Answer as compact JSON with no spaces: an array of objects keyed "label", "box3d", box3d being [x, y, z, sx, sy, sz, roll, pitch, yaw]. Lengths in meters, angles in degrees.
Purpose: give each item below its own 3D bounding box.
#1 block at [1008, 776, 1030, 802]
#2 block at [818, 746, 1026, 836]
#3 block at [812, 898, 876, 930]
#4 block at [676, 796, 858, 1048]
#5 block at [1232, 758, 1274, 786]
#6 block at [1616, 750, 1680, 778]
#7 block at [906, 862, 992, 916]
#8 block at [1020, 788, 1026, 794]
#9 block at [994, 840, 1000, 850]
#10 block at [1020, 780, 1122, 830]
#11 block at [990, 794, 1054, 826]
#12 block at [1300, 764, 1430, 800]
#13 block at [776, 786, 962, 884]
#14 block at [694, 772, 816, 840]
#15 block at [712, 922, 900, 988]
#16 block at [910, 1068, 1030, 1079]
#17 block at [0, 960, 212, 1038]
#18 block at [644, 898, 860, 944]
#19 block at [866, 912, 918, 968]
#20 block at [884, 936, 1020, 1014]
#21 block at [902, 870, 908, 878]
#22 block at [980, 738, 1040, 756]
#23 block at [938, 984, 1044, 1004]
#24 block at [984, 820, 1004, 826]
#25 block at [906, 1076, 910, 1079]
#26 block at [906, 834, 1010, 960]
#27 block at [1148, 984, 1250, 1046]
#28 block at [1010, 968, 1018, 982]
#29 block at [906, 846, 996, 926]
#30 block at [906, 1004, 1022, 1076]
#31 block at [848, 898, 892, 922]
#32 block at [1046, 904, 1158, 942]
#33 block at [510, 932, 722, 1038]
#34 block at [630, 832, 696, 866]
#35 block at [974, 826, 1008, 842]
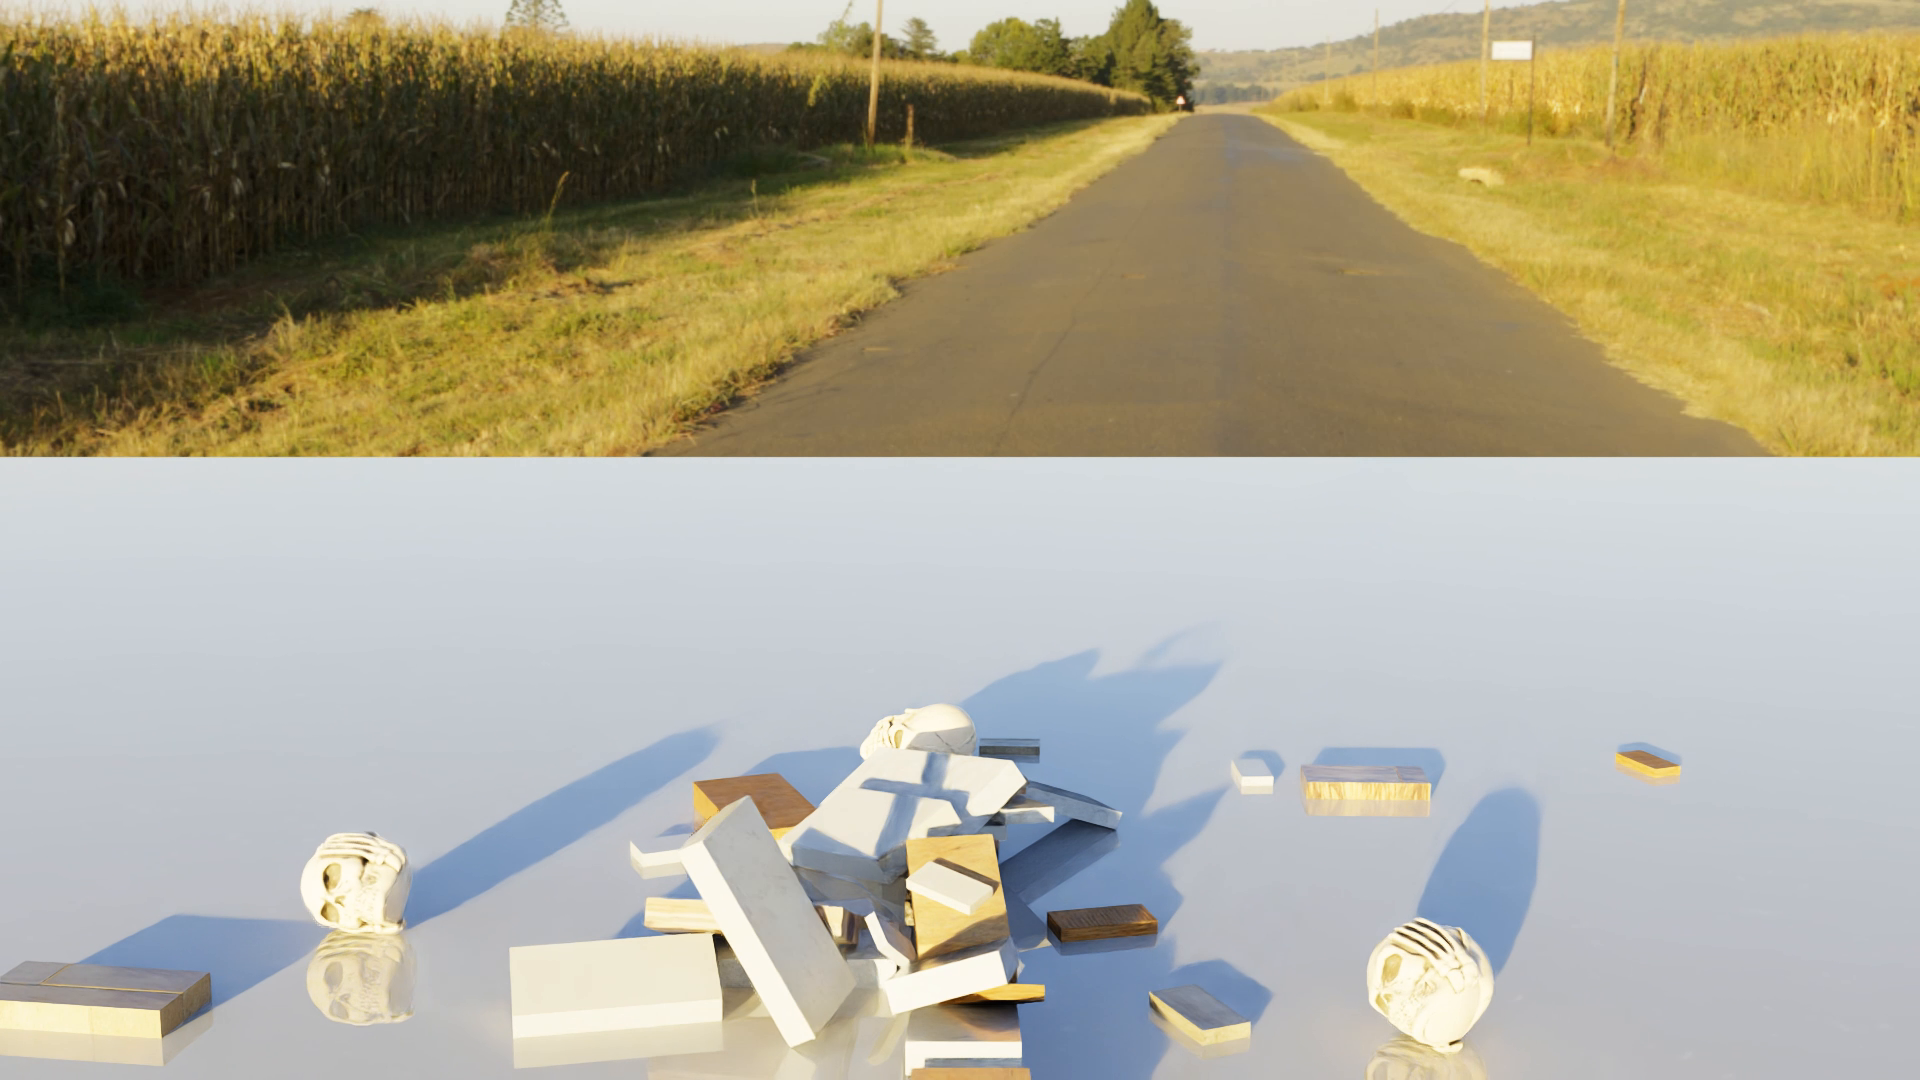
[{"label":"block","box3d":[0.065,0.427,3.823,0.055,0.016,0.110,-39,25,-30]},{"label":"block","box3d":[-0.073,0.448,3.877,0.166,0.047,0.440,-43,20,-26]},{"label":"block","box3d":[-0.211,0.583,3.401,0.154,0.022,0.077,-2,11,-12]},{"label":"block","box3d":[-0.268,0.534,3.096,0.045,0.318,0.159,-26,7,25]},{"label":"block","box3d":[0.576,0.457,4.335,0.062,0.017,0.123,0,11,-2]},{"label":"block","box3d":[1.373,0.447,4.392,0.062,0.017,0.123,-4,11,-21]},{"label":"block","box3d":[-0.016,0.530,3.352,0.120,0.017,0.060,18,32,32]},{"label":"block","box3d":[0.059,0.438,3.886,0.055,0.016,0.110,-1,1,-41]},{"label":"block","box3d":[0.028,0.520,3.736,0.055,0.016,0.111,-1,-9,-11]},{"label":"block","box3d":[0.167,0.470,3.994,0.233,0.033,0.117,19,-1,-31]},{"label":"block","box3d":[0.082,0.462,3.797,0.090,0.026,0.181,-1,3,-24]},{"label":"block","box3d":[0.780,0.467,4.240,0.233,0.033,0.117,0,11,2]},{"label":"block","box3d":[-0.157,0.495,3.713,0.166,0.047,0.332,-37,18,-29]},{"label":"block","box3d":[-0.365,0.501,4.021,0.166,0.047,0.332,-4,11,-21]},{"label":"block","box3d":[-0.253,0.629,3.338,0.318,0.045,0.159,0,11,0]},{"label":"block","box3d":[0.012,0.722,2.617,0.148,0.042,0.296,0,16,1]},{"label":"block","box3d":[-1.253,0.661,3.172,0.292,0.041,0.146,2,11,9]},{"label":"block","box3d":[-0.307,0.567,3.270,0.292,0.041,0.146,1,-15,8]},{"label":"block","box3d":[-0.097,0.601,3.262,0.017,0.120,0.060,-34,49,6]},{"label":"block","box3d":[-0.007,0.608,3.088,0.159,0.045,0.318,-16,-7,3]},{"label":"block","box3d":[-0.093,0.546,3.755,0.016,0.055,0.110,-9,14,-41]},{"label":"block","box3d":[0.102,0.424,4.516,0.123,0.017,0.062,1,11,3]},{"label":"block","box3d":[0.043,0.641,3.091,0.077,0.022,0.179,8,-17,-25]},{"label":"block","box3d":[0.013,0.501,3.907,0.090,0.026,0.181,0,-9,-13]},{"label":"block","box3d":[0.005,0.735,2.773,0.148,0.042,0.296,0,11,0]},{"label":"block","box3d":[-0.005,0.549,3.376,0.138,0.039,0.275,-3,27,-4]},{"label":"block","box3d":[0.341,0.677,3.142,0.077,0.022,0.154,-5,11,-24]},{"label":"block","box3d":[0.005,0.617,3.415,0.138,0.039,0.275,-1,11,-5]},{"label":"block","box3d":[-0.012,0.555,3.539,0.138,0.039,0.275,0,10,2]},{"label":"block","box3d":[0.005,0.668,2.950,0.148,0.042,0.296,0,-3,0]},{"label":"block","box3d":[-0.169,0.607,3.531,0.060,0.017,0.120,-8,13,-36]},{"label":"block","box3d":[0.226,0.610,3.502,0.159,0.023,0.080,-3,11,-14]},{"label":"block","box3d":[-0.496,0.639,3.164,0.293,0.041,0.146,-2,30,-12]},{"label":"block","box3d":[-0.491,0.542,3.867,0.159,0.023,0.080,-5,11,-23]},{"label":"block","box3d":[0.022,0.515,3.835,0.090,0.026,0.181,-1,-9,-9]}]
